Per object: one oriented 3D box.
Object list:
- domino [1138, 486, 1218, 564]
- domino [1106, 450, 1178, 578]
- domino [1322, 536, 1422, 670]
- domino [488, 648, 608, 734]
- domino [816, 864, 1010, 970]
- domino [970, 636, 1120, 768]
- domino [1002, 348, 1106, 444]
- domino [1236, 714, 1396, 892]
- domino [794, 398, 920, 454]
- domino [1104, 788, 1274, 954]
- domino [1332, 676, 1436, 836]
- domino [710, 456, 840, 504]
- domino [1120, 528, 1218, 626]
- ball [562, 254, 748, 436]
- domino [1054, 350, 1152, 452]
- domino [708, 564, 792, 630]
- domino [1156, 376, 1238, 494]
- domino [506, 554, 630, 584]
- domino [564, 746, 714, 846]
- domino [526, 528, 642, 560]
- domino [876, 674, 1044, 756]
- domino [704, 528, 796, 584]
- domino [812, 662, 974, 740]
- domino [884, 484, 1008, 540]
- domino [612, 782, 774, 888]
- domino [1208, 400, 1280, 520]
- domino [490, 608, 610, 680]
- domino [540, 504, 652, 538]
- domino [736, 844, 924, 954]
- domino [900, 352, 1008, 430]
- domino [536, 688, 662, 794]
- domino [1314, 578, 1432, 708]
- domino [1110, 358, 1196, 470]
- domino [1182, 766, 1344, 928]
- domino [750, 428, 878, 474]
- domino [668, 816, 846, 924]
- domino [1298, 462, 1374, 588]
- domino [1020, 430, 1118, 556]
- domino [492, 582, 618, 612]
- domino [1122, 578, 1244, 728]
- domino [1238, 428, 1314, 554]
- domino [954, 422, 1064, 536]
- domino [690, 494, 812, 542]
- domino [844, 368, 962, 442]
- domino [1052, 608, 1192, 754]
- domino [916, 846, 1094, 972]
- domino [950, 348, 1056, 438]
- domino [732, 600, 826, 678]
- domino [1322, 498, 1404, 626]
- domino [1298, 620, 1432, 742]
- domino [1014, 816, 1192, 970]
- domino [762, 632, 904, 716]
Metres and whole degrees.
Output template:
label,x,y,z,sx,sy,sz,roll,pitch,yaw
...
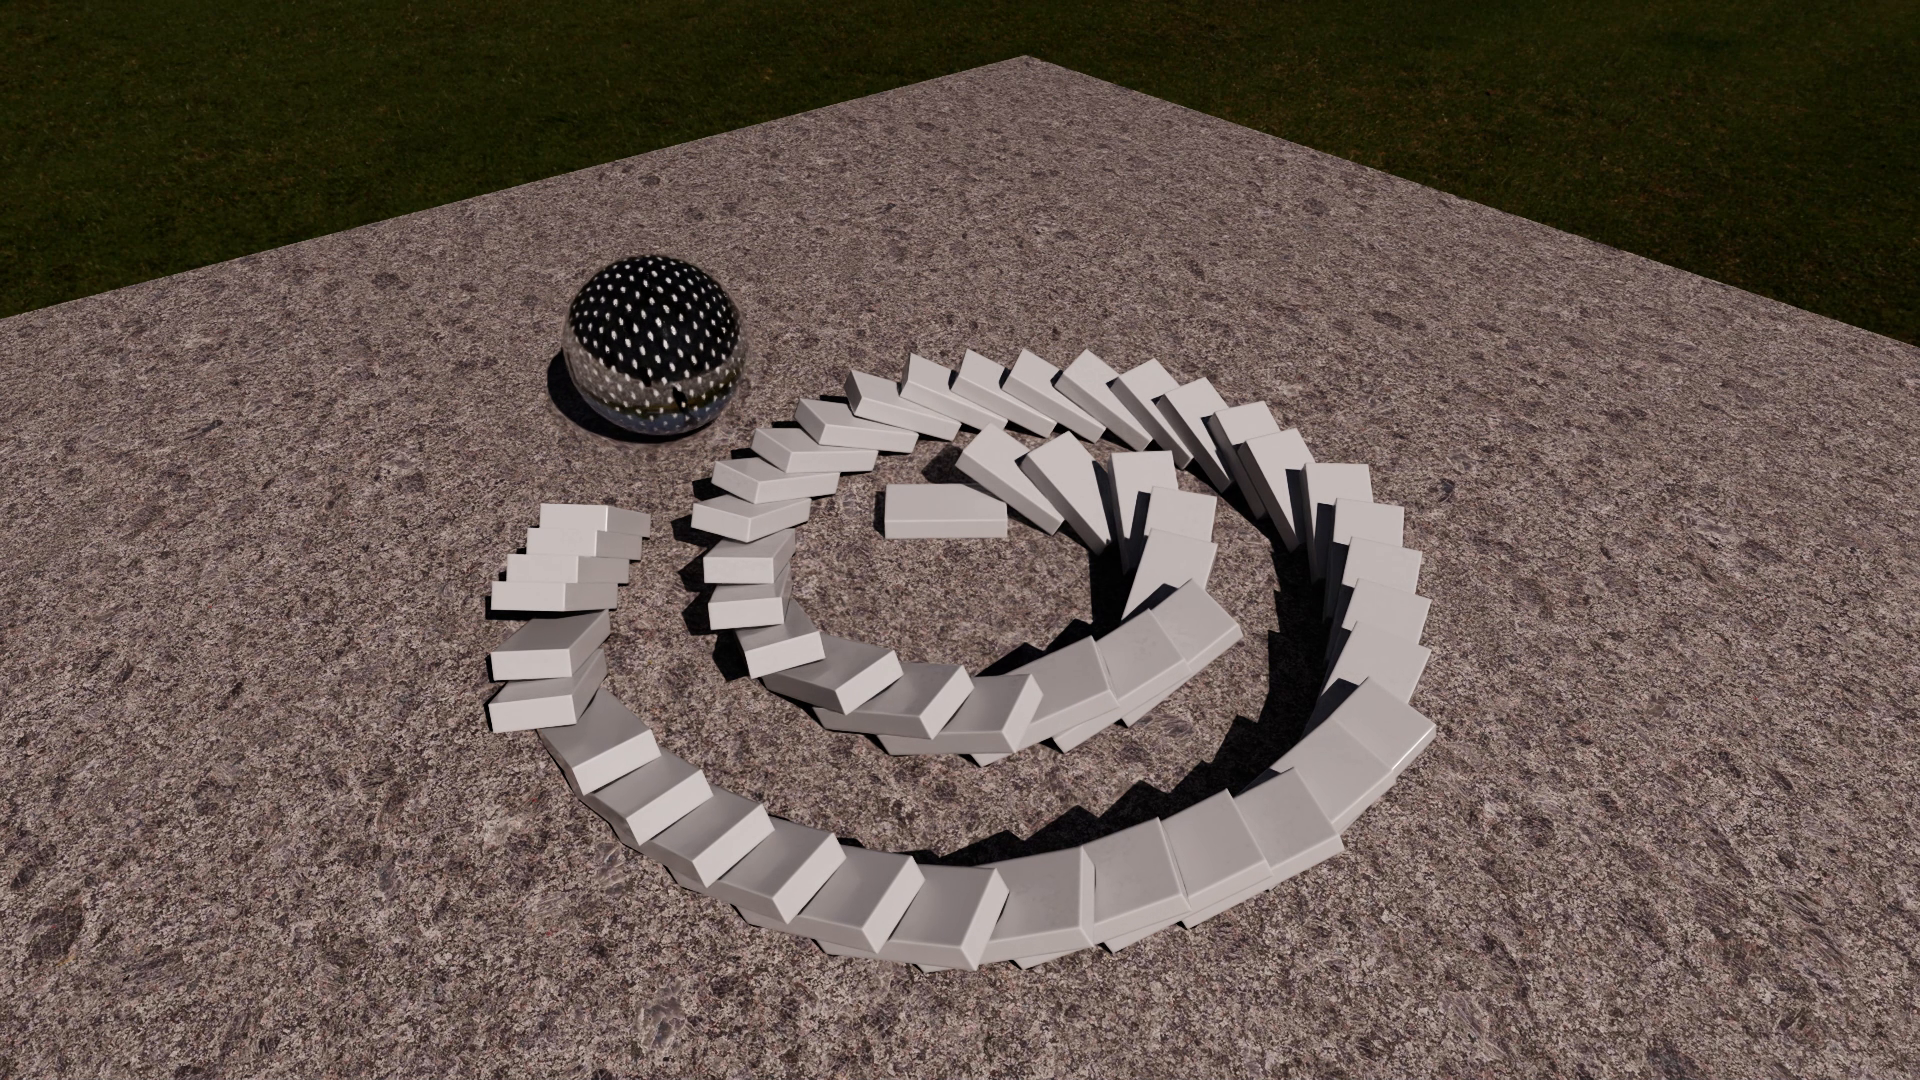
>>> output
label,x,y,z,sx,sy,sz,roll,pitch,yaw
domino,0.082,0.005,0.420,0.025,0.009,0.050,10,66,9
domino,0.075,-0.011,0.438,0.025,0.010,0.050,-3,67,-6
domino,0.149,0.025,0.397,0.025,0.009,0.050,13,66,16
domino,-0.136,0.049,0.366,0.025,0.009,0.050,-6,12,-6
domino,-0.014,0.102,0.302,0.050,0.009,0.025,-8,33,32
domino,0.025,0.053,0.362,0.050,0.010,0.025,-26,39,10
domino,0.046,-0.067,0.509,0.050,0.009,0.025,30,42,-4
domino,0.103,0.079,0.331,0.050,0.009,0.025,-39,48,-5
domino,-0.046,-0.051,0.489,0.050,0.009,0.025,2,31,-41
domino,0.060,0.094,0.313,0.050,0.009,0.025,-28,41,5
domino,0.121,0.069,0.343,0.050,0.010,0.025,-42,51,-8
domino,-0.076,-0.026,0.458,0.025,0.009,0.050,24,20,28
domino,0.075,0.022,0.400,0.025,0.009,0.050,15,67,17
ball,-0.136,-0.087,0.494,0.080,0.080,0.080,0,39,0
domino,0.070,-0.064,0.505,0.050,0.010,0.025,39,48,4
domino,-0.076,0.020,0.402,0.025,0.010,0.050,-4,13,-4
domino,0.111,-0.047,0.484,0.025,0.010,0.050,-23,70,-26
domino,-0.143,0.011,0.405,0.025,0.009,0.050,1,-2,3
domino,-0.099,0.075,0.337,0.025,0.009,0.050,-32,24,-32
domino,-0.141,0.002,0.417,0.025,0.009,0.050,2,-2,2
domino,0.000,0.057,0.356,0.050,0.010,0.025,-9,33,35
domino,-0.079,0.005,0.420,0.025,0.009,0.050,1,13,1
domino,-0.023,0.052,0.362,0.050,0.009,0.025,-3,32,41
domino,-0.006,-0.012,0.458,0.050,0.009,0.025,-1,39,-1
domino,-0.080,0.084,0.325,0.050,0.009,0.025,4,32,46
domino,0.128,-0.034,0.470,0.025,0.010,0.050,-14,66,-17
domino,-0.141,0.036,0.383,0.025,0.009,0.050,-2,12,-3
domino,-0.141,-0.007,0.428,0.025,0.009,0.050,2,-2,2
domino,-0.037,0.098,0.308,0.050,0.010,0.025,-4,32,37
domino,-0.002,-0.067,0.509,0.050,0.009,0.025,21,37,-15
domino,-0.117,0.063,0.351,0.025,0.009,0.050,-26,22,-28
domino,0.142,0.040,0.379,0.025,0.010,0.050,18,68,21
domino,0.094,-0.057,0.497,0.025,0.010,0.050,-29,73,-32
domino,0.082,0.089,0.319,0.050,0.010,0.025,-28,42,4
domino,-0.062,-0.039,0.475,0.025,0.010,0.050,33,24,34
domino,-0.059,0.092,0.316,0.050,0.009,0.025,0,32,41
domino,0.150,-0.006,0.434,0.025,0.010,0.050,1,65,1
domino,0.051,-0.019,0.451,0.025,0.009,0.050,-31,73,-32
domino,-0.144,0.020,0.394,0.025,0.009,0.050,1,-2,3
domino,0.069,0.038,0.378,0.050,0.009,0.025,-38,50,-1
domino,0.137,-0.021,0.453,0.025,0.010,0.050,-14,66,-16
domino,0.025,-0.026,0.460,0.050,0.009,0.025,36,47,4
domino,-0.083,-0.011,0.440,0.025,0.009,0.050,14,15,17
domino,-0.026,-0.061,0.502,0.050,0.010,0.025,12,33,-28
domino,0.049,0.047,0.368,0.050,0.010,0.025,-33,45,3
domino,0.012,0.102,0.303,0.050,0.010,0.025,-17,35,20
domino,0.022,-0.068,0.511,0.050,0.009,0.025,25,39,-9
domino,-0.065,0.034,0.384,0.025,0.009,0.050,-15,14,-15
domino,0.152,0.010,0.415,0.025,0.010,0.050,9,65,10
domino,0.133,0.054,0.362,0.025,0.009,0.050,23,70,26
domino,0.037,0.099,0.307,0.050,0.010,0.025,-23,39,10
domino,-0.045,0.044,0.373,0.025,0.009,0.050,-33,23,-33
